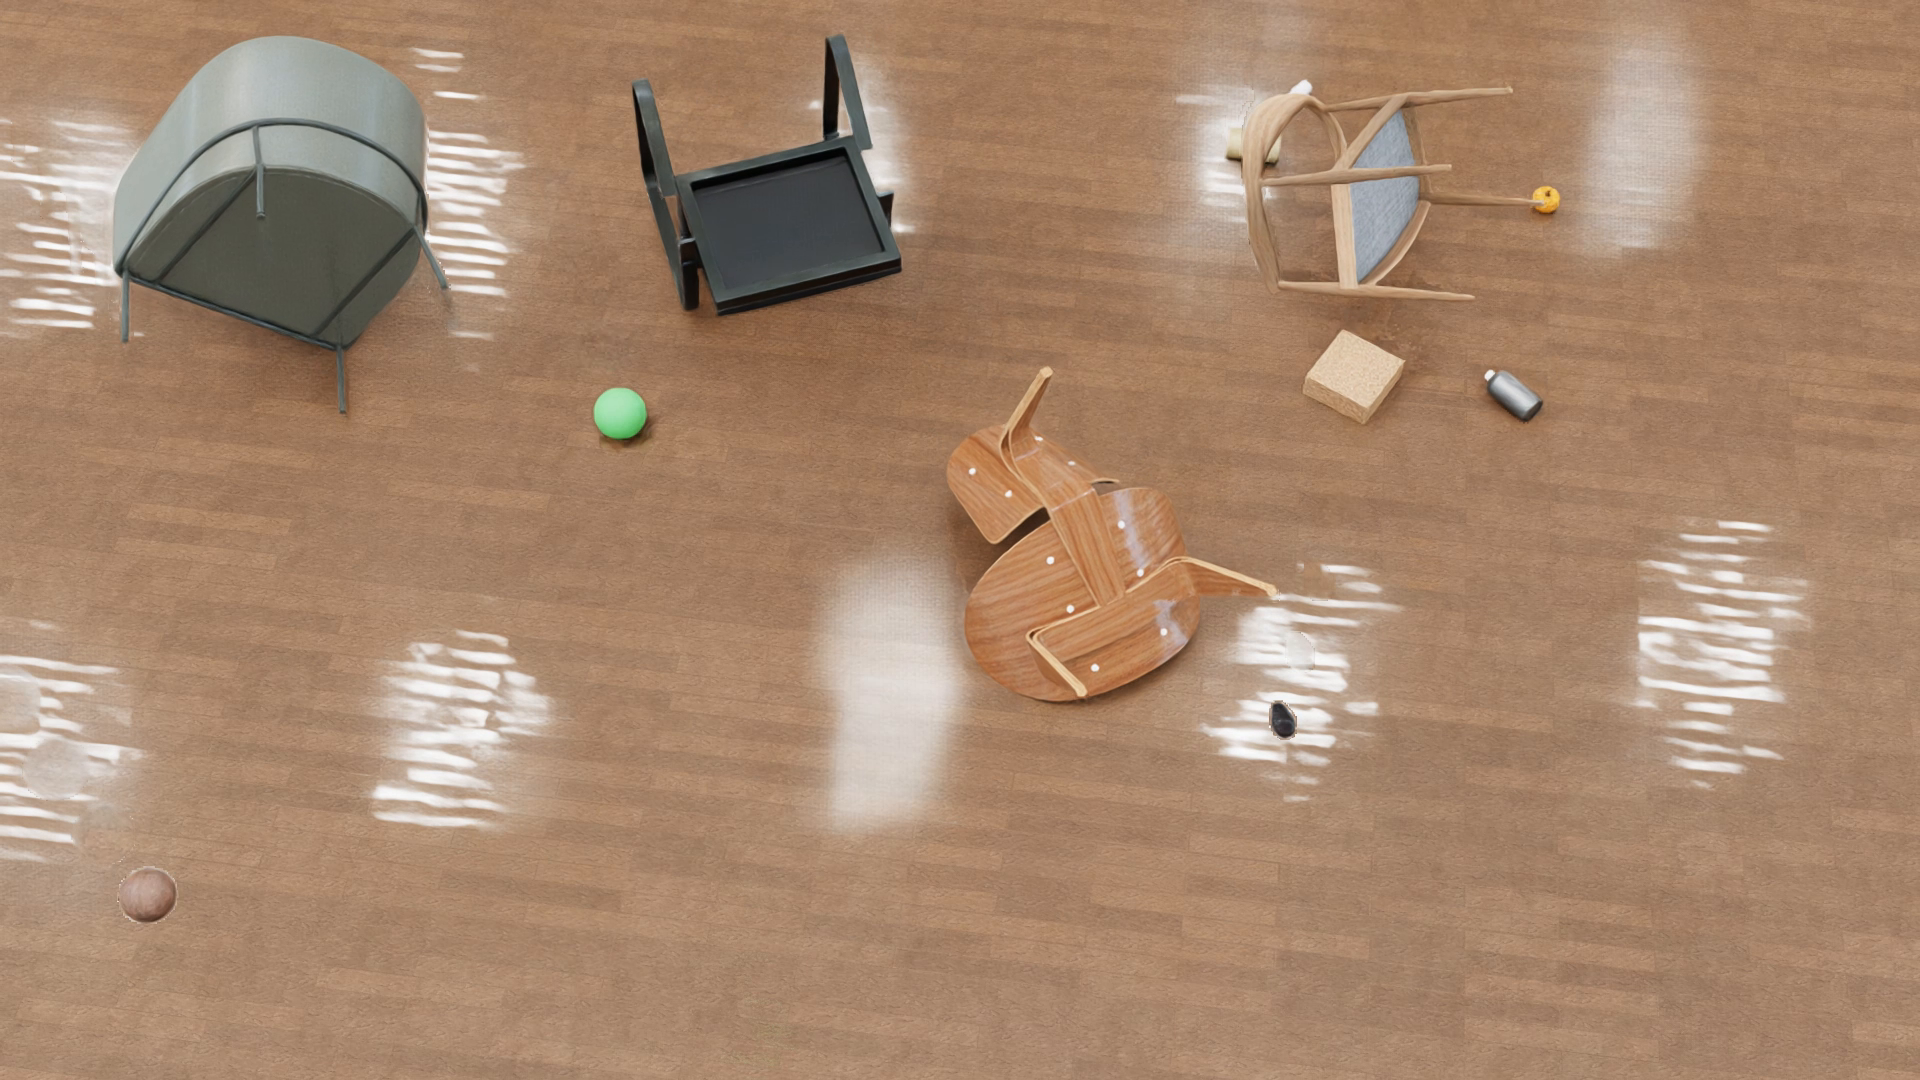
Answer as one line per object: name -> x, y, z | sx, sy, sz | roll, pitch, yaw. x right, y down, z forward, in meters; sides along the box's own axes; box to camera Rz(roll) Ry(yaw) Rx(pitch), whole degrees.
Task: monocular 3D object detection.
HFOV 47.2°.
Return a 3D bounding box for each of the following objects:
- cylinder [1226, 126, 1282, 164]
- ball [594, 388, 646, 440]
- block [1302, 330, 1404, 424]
cylinder -> 0.990, -1.330, 7.410 | 0.175, 0.093, 0.104 | 9, 74, 6
ball -> -1.043, -0.389, 6.745 | 0.160, 0.160, 0.160 | 0, 56, 0
block -> 1.228, -0.510, 6.866 | 0.220, 0.084, 0.229 | 31, 61, 19
